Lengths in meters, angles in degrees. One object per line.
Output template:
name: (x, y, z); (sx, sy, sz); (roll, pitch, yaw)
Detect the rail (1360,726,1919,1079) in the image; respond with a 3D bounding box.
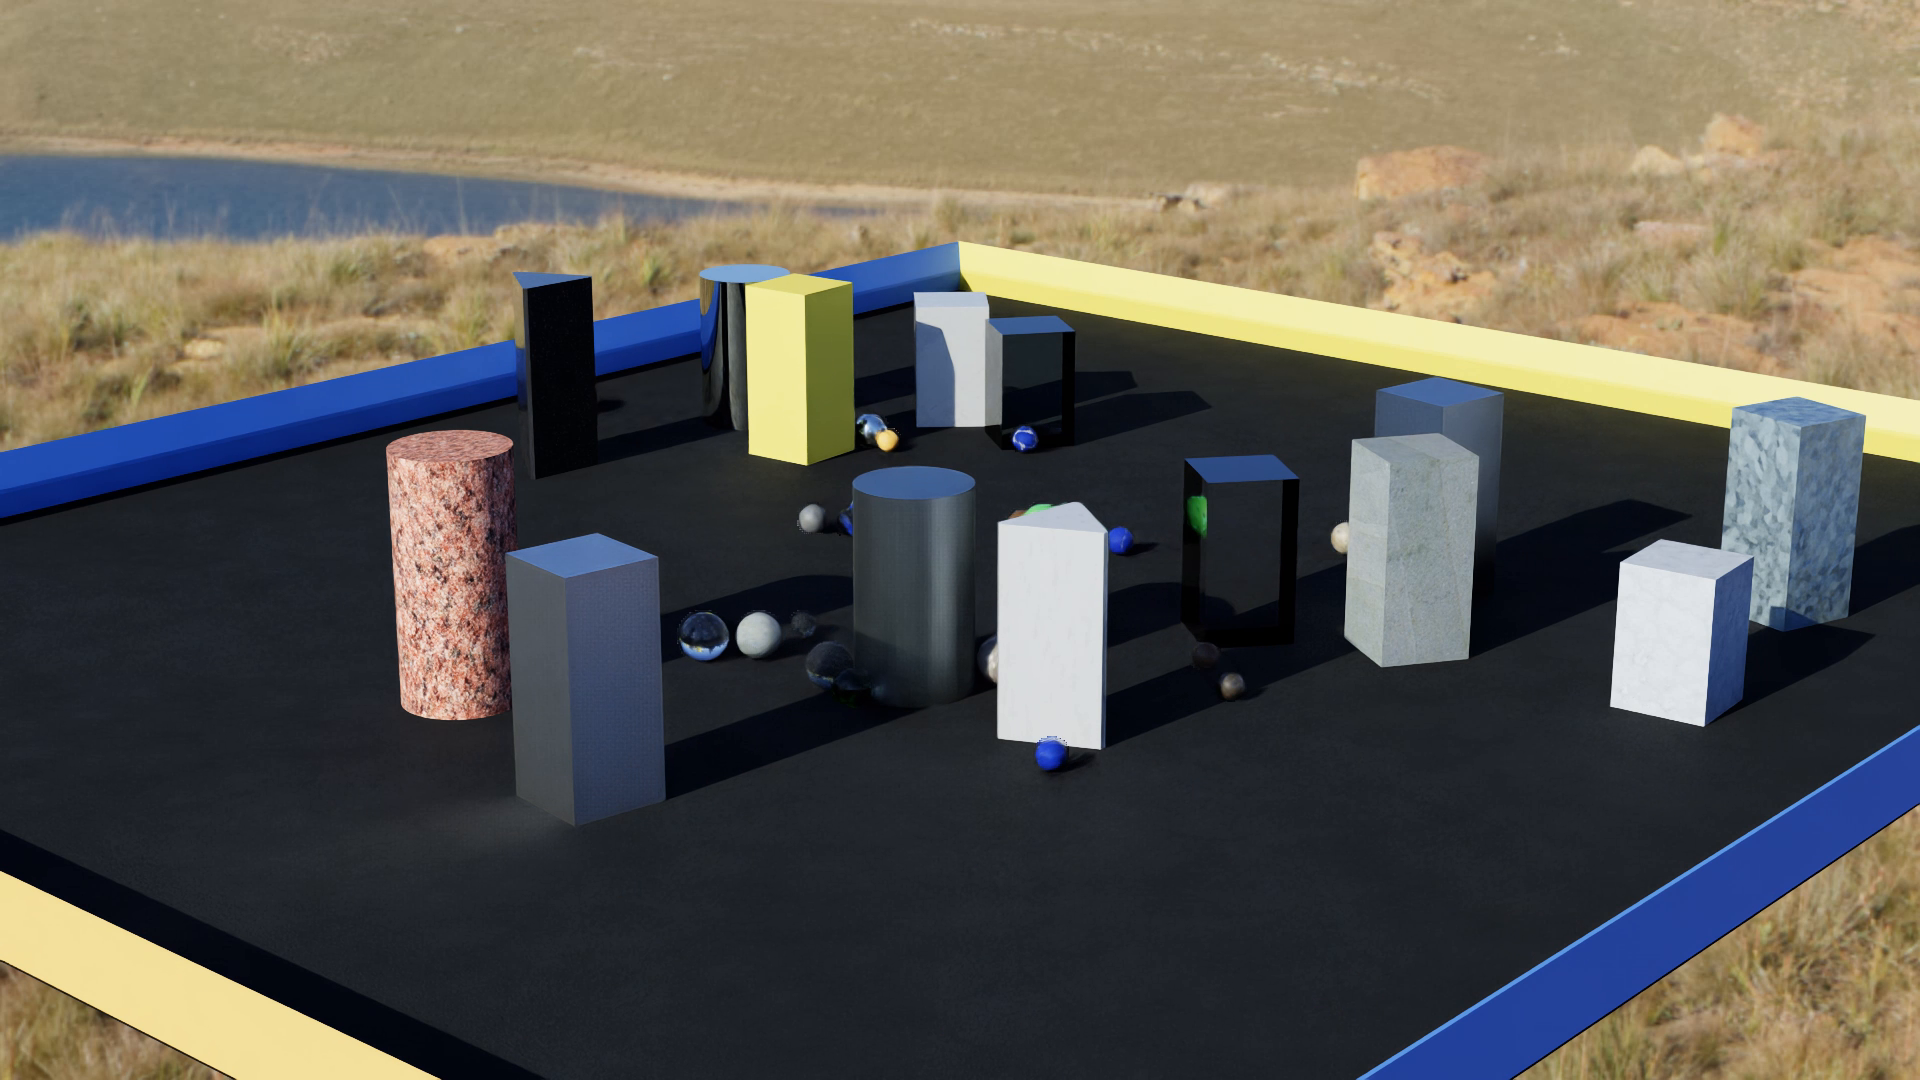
rail: (1.254, 0.346, 4.078); (0.045, 0.125, 3.871); (14, 22, 39)

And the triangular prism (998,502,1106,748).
triangular prism: (0.157, 0.125, 4.444); (0.167, 0.339, 0.144); (5, 18, 16)

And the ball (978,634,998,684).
ball: (0.069, 0.190, 4.673); (0.083, 0.083, 0.083); (0, 17, 0)

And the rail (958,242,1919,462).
rail: (1.253, -0.386, 6.502); (3.369, 0.125, 0.045); (14, 22, 39)

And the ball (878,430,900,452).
ball: (-0.147, -0.204, 6.042); (0.044, 0.044, 0.044); (0, 17, 0)

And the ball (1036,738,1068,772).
ball: (0.135, 0.316, 4.314); (0.047, 0.047, 0.047); (0, 17, 0)

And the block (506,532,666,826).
block: (-0.530, 0.196, 4.162); (0.154, 0.365, 0.154); (-14, 22, -38)

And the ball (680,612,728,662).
ball: (-0.418, 0.158, 4.783); (0.081, 0.081, 0.081); (0, 17, 0)

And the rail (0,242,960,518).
rail: (-1.254, -0.283, 6.163); (0.045, 0.125, 3.871); (14, 22, 39)

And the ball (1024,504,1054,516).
ball: (0.152, -0.024, 5.379); (0.084, 0.084, 0.084); (0, 17, 0)

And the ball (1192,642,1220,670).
ball: (0.398, 0.187, 4.746); (0.045, 0.045, 0.045); (0, 17, 0)

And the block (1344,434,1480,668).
block: (0.737, 0.015, 4.801); (0.154, 0.343, 0.154); (-5, 17, -15)

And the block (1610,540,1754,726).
block: (1.124, 0.142, 4.564); (0.154, 0.236, 0.154); (12, 20, 34)

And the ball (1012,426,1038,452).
ball: (0.134, -0.207, 6.033); (0.055, 0.055, 0.055); (0, 17, 0)

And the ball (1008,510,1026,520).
ball: (0.115, -0.028, 5.439); (0.056, 0.056, 0.056); (0, 17, 0)

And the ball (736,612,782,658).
ball: (-0.329, 0.156, 4.794); (0.076, 0.076, 0.076); (0, 17, 0)

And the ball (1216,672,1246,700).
ball: (0.426, 0.229, 4.606); (0.046, 0.046, 0.046); (0, 17, 0)

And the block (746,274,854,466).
block: (-0.326, -0.350, 5.996); (0.154, 0.352, 0.154); (12, 21, 35)

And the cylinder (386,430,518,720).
cylinder: (-0.782, 0.053, 4.557); (0.192, 0.412, 0.192); (0, 17, 0)

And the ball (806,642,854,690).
ball: (-0.207, 0.199, 4.655); (0.076, 0.076, 0.076); (0, 17, 0)

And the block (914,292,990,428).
block: (-0.019, -0.388, 6.279); (0.154, 0.259, 0.154); (-1, 17, -2)

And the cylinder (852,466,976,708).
cylinder: (-0.072, 0.072, 4.620); (0.192, 0.338, 0.192); (0, 17, 0)

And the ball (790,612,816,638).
ball: (-0.262, 0.142, 4.901); (0.042, 0.042, 0.042); (0, 17, 0)

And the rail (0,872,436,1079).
rail: (-1.253, 0.449, 3.738); (3.369, 0.125, 0.045); (14, 22, 39)

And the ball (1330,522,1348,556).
ball: (0.707, -0.003, 5.348); (0.061, 0.061, 0.061); (0, 17, 0)

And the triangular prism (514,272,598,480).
triangular prism: (-0.844, -0.338, 5.893); (0.144, 0.387, 0.167); (16, 23, 43)

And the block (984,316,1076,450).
block: (0.145, -0.329, 6.111); (0.154, 0.244, 0.154); (-4, 17, -12)

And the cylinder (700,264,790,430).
cylinder: (-0.456, -0.412, 6.257); (0.192, 0.319, 0.192); (0, 17, 0)

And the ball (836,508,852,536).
ball: (-0.203, -0.033, 5.461); (0.054, 0.054, 0.054); (0, 17, 0)

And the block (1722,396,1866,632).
block: (1.411, -0.046, 4.981); (0.154, 0.356, 0.154); (-10, 19, -30)

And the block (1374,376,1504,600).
block: (0.825, -0.082, 5.090); (0.154, 0.361, 0.154); (-13, 21, -37)

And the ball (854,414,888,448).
ball: (-0.185, -0.228, 6.077); (0.070, 0.070, 0.070); (0, 17, 0)

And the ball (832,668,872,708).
ball: (-0.168, 0.231, 4.573); (0.062, 0.062, 0.062); (0, 17, 0)

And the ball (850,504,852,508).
ball: (-0.182, -0.050, 5.510); (0.057, 0.057, 0.057); (0, 17, 0)

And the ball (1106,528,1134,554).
ball: (0.292, 0.002, 5.351); (0.051, 0.051, 0.051); (0, 17, 0)

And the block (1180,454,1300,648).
block: (0.465, 0.018, 4.890); (0.154, 0.285, 0.154); (-3, 17, -10)

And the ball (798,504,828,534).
ball: (-0.274, -0.039, 5.480); (0.054, 0.054, 0.054); (0, 17, 0)
